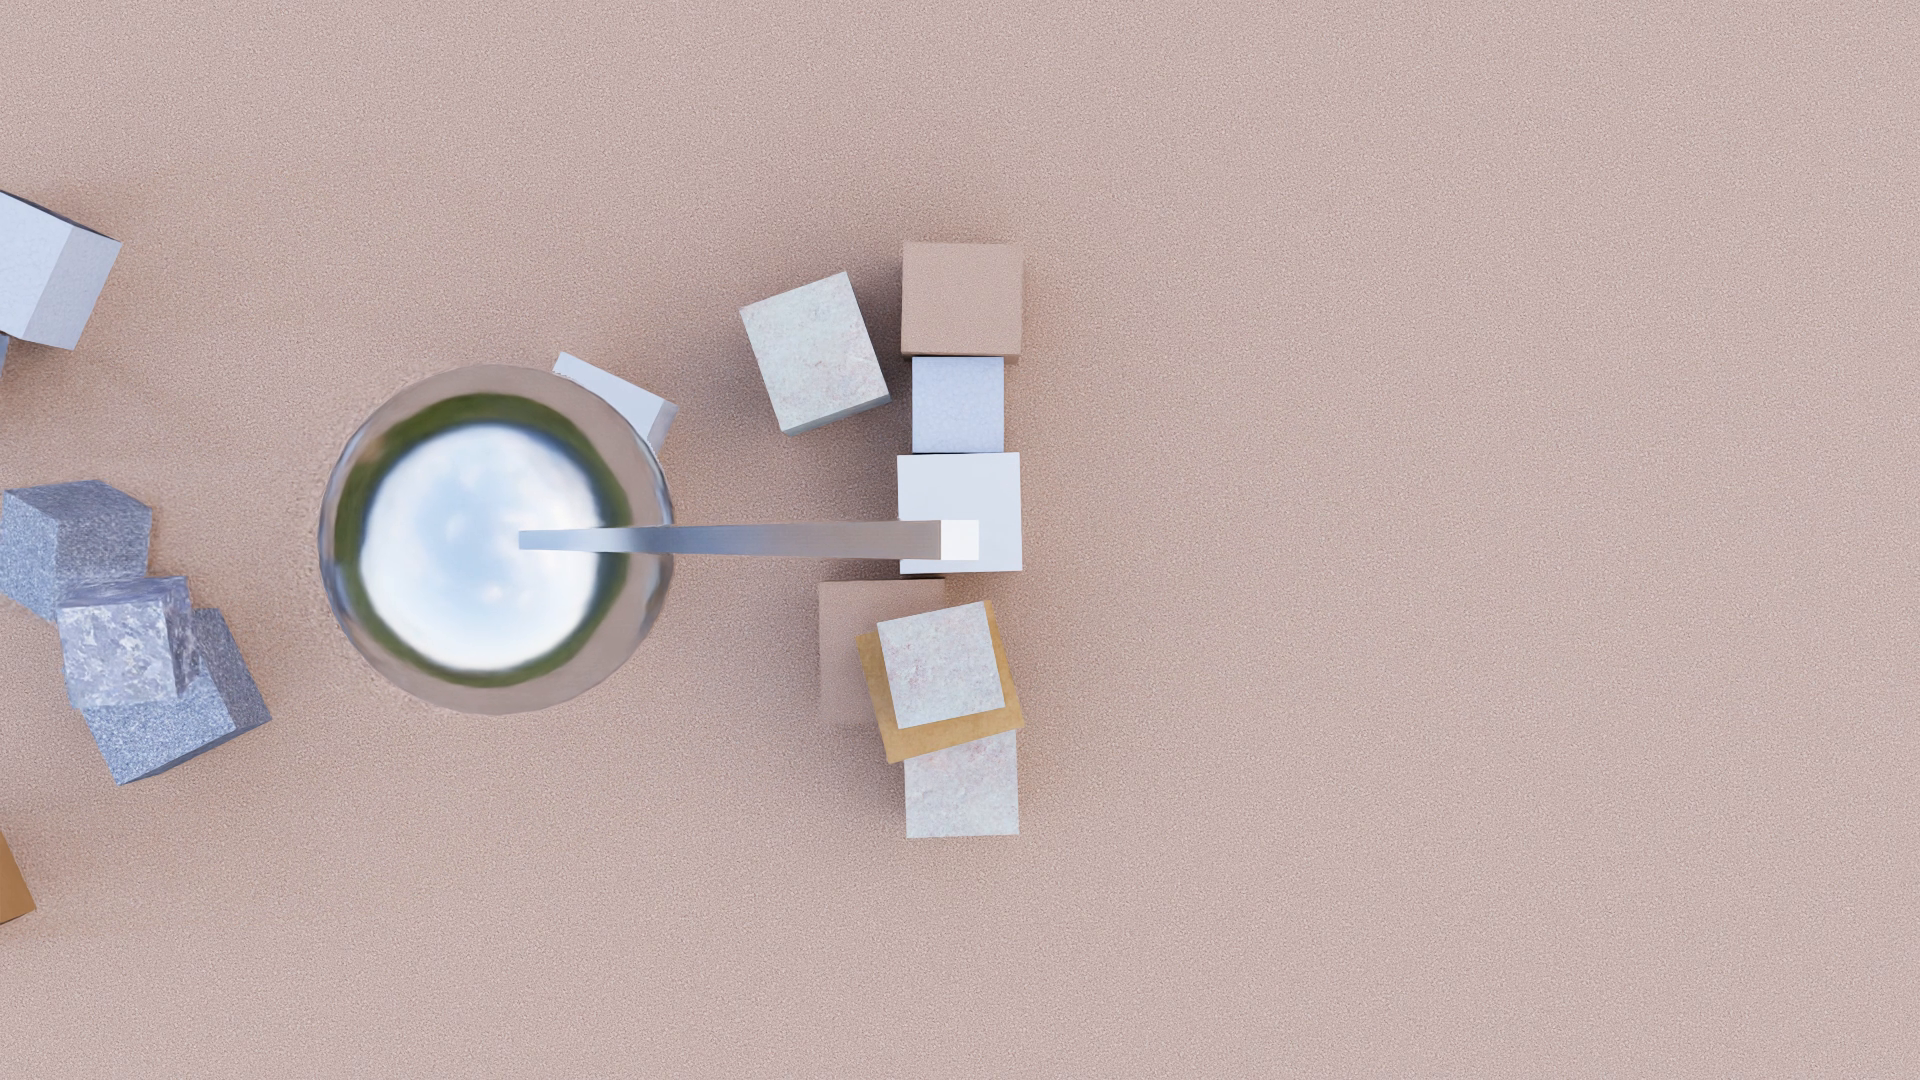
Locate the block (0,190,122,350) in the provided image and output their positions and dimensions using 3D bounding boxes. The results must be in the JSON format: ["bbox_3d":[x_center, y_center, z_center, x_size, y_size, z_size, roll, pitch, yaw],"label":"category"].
[{"bbox_3d":[-5.377,-1.567,12.635,0.624,0.731,0.698,25,90,0],"label":"block"}]

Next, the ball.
[{"bbox_3d":[-2.098,0.000,10.018,1.600,1.600,1.600,0,90,0],"label":"ball"}]

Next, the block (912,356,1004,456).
[{"bbox_3d":[-0.010,-0.764,12.712,0.515,0.576,0.540,0,90,0],"label":"block"}]

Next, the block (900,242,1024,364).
[{"bbox_3d":[0.012,-1.351,12.637,0.668,0.726,0.611,2,90,0],"label":"block"}]

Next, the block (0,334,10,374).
[{"bbox_3d":[-5.952,-1.005,12.738,0.562,0.522,0.547,14,90,0],"label":"block"}]

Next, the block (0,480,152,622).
[{"bbox_3d":[-5.048,0.051,12.538,0.524,0.590,0.598,23,110,31],"label":"block"}]

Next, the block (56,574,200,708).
[{"bbox_3d":[-3.927,0.475,10.409,0.477,0.464,0.479,-5,105,-5],"label":"block"}]

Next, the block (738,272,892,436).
[{"bbox_3d":[-0.819,-1.059,12.664,0.636,0.672,0.729,-19,90,0],"label":"block"}]

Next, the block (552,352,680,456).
[{"bbox_3d":[-2.087,-0.623,12.665,0.638,0.670,0.666,25,90,0],"label":"block"}]

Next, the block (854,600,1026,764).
[{"bbox_3d":[-0.106,0.778,12.004,0.749,0.650,0.699,-15,85,-1],"label":"block"}]

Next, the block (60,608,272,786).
[{"bbox_3d":[-4.556,0.892,12.673,0.741,0.654,0.736,-26,90,0],"label":"block"}]

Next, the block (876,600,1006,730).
[{"bbox_3d":[-0.095,0.655,11.406,0.551,0.561,0.547,-12,85,-1],"label":"block"}]

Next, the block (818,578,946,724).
[{"bbox_3d":[-0.431,0.626,12.679,0.713,0.641,0.796,-1,90,0],"label":"block"}]

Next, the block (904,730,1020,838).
[{"bbox_3d":[0.006,1.340,12.655,0.629,0.690,0.636,-2,90,0],"label":"block"}]

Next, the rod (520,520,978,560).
[{"bbox_3d":[-0.909,0.000,6.833,0.080,5.200,0.080,0,90,-20],"label":"rod"}]

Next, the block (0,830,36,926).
[{"bbox_3d":[-5.831,2.025,12.697,0.552,0.605,0.596,-25,90,0],"label":"block"}]

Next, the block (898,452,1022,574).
[{"bbox_3d":[-0.001,-0.152,12.678,0.685,0.643,0.664,-1,90,0],"label":"block"}]
